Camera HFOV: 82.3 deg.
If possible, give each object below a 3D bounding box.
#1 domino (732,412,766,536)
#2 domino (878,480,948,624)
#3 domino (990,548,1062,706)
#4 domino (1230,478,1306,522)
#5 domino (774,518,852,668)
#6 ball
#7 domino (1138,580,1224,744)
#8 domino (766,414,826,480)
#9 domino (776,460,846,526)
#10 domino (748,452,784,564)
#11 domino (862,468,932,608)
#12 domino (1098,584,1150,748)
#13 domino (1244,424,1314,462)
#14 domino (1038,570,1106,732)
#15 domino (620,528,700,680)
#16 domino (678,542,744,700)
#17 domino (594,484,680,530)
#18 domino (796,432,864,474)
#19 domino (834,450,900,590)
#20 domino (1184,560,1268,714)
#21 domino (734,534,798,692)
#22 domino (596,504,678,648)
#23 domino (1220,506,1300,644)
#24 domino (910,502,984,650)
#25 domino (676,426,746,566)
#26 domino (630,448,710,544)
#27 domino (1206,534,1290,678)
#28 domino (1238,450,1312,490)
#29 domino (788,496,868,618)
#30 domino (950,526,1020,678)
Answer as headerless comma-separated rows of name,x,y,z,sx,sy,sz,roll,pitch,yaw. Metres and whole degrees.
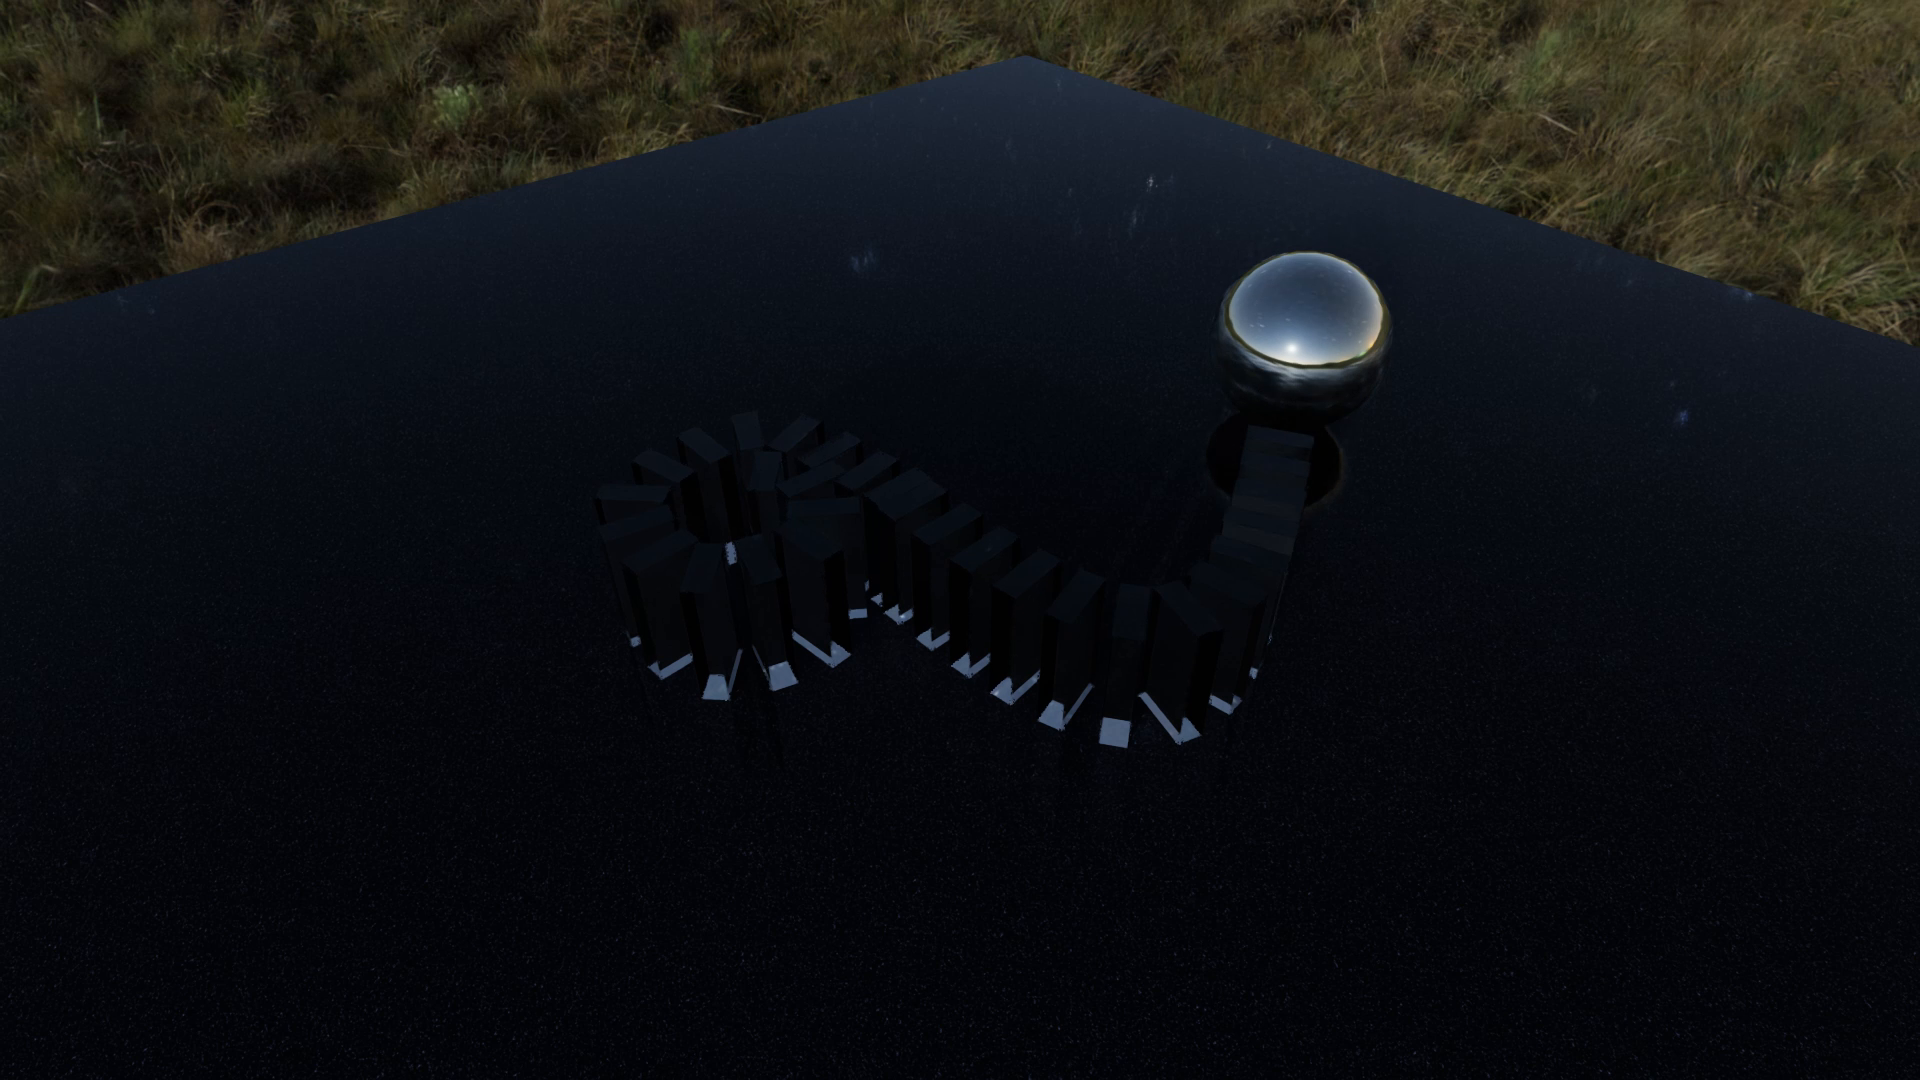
domino,-0.082,-0.023,0.440,0.009,0.050,0.025,-12,41,-14
domino,-0.017,0.005,0.405,0.025,0.050,0.010,-30,48,-31
domino,0.022,0.030,0.375,0.009,0.050,0.025,29,47,30
domino,0.111,0.002,0.409,0.025,0.050,0.009,13,41,15
domino,-0.052,0.019,0.388,0.025,0.050,0.009,30,48,32
ball,0.153,-0.090,0.497,0.080,0.080,0.080,0,39,0
domino,0.072,0.041,0.362,0.010,0.050,0.025,-16,42,-19
domino,-0.063,-0.022,0.438,0.010,0.050,0.025,18,43,21
domino,-0.054,-0.003,0.415,0.025,0.050,0.009,-27,46,-29
domino,-0.072,-0.006,0.419,0.010,0.050,0.025,-1,39,-1
domino,-0.022,0.000,0.411,0.025,0.050,0.010,-31,48,-32
domino,0.054,0.042,0.361,0.009,0.050,0.025,8,40,10
domino,0.122,-0.020,0.436,0.025,0.050,0.010,12,41,14
domino,0.037,0.037,0.366,0.010,0.050,0.025,21,44,24
domino,-0.100,0.023,0.384,0.025,0.050,0.010,-32,49,-33
domino,-0.085,0.028,0.377,0.010,0.050,0.025,1,39,2
domino,-0.117,0.002,0.409,0.025,0.050,0.009,2,39,3
domino,-0.049,-0.015,0.429,0.010,0.050,0.025,31,48,32
domino,-0.034,-0.006,0.419,0.010,0.050,0.025,27,46,29
domino,0.086,0.033,0.371,0.025,0.050,0.009,29,47,30
domino,-0.067,0.025,0.380,0.009,0.050,0.025,-17,42,-19
domino,-0.111,0.013,0.395,0.025,0.050,0.010,-20,43,-23
domino,0.104,0.013,0.396,0.025,0.050,0.010,15,42,18
domino,-0.004,0.014,0.395,0.025,0.050,0.009,-30,48,-32
domino,-0.097,-0.017,0.432,0.009,0.050,0.025,-29,48,-31
domino,-0.109,-0.008,0.421,0.025,0.050,0.009,24,45,27
domino,0.096,0.024,0.383,0.025,0.050,0.010,18,43,21
domino,0.117,-0.009,0.423,0.025,0.050,0.010,12,41,14
domino,-0.048,0.008,0.402,0.025,0.050,0.009,-4,40,-5
domino,0.009,0.022,0.384,0.010,0.050,0.025,31,49,32
